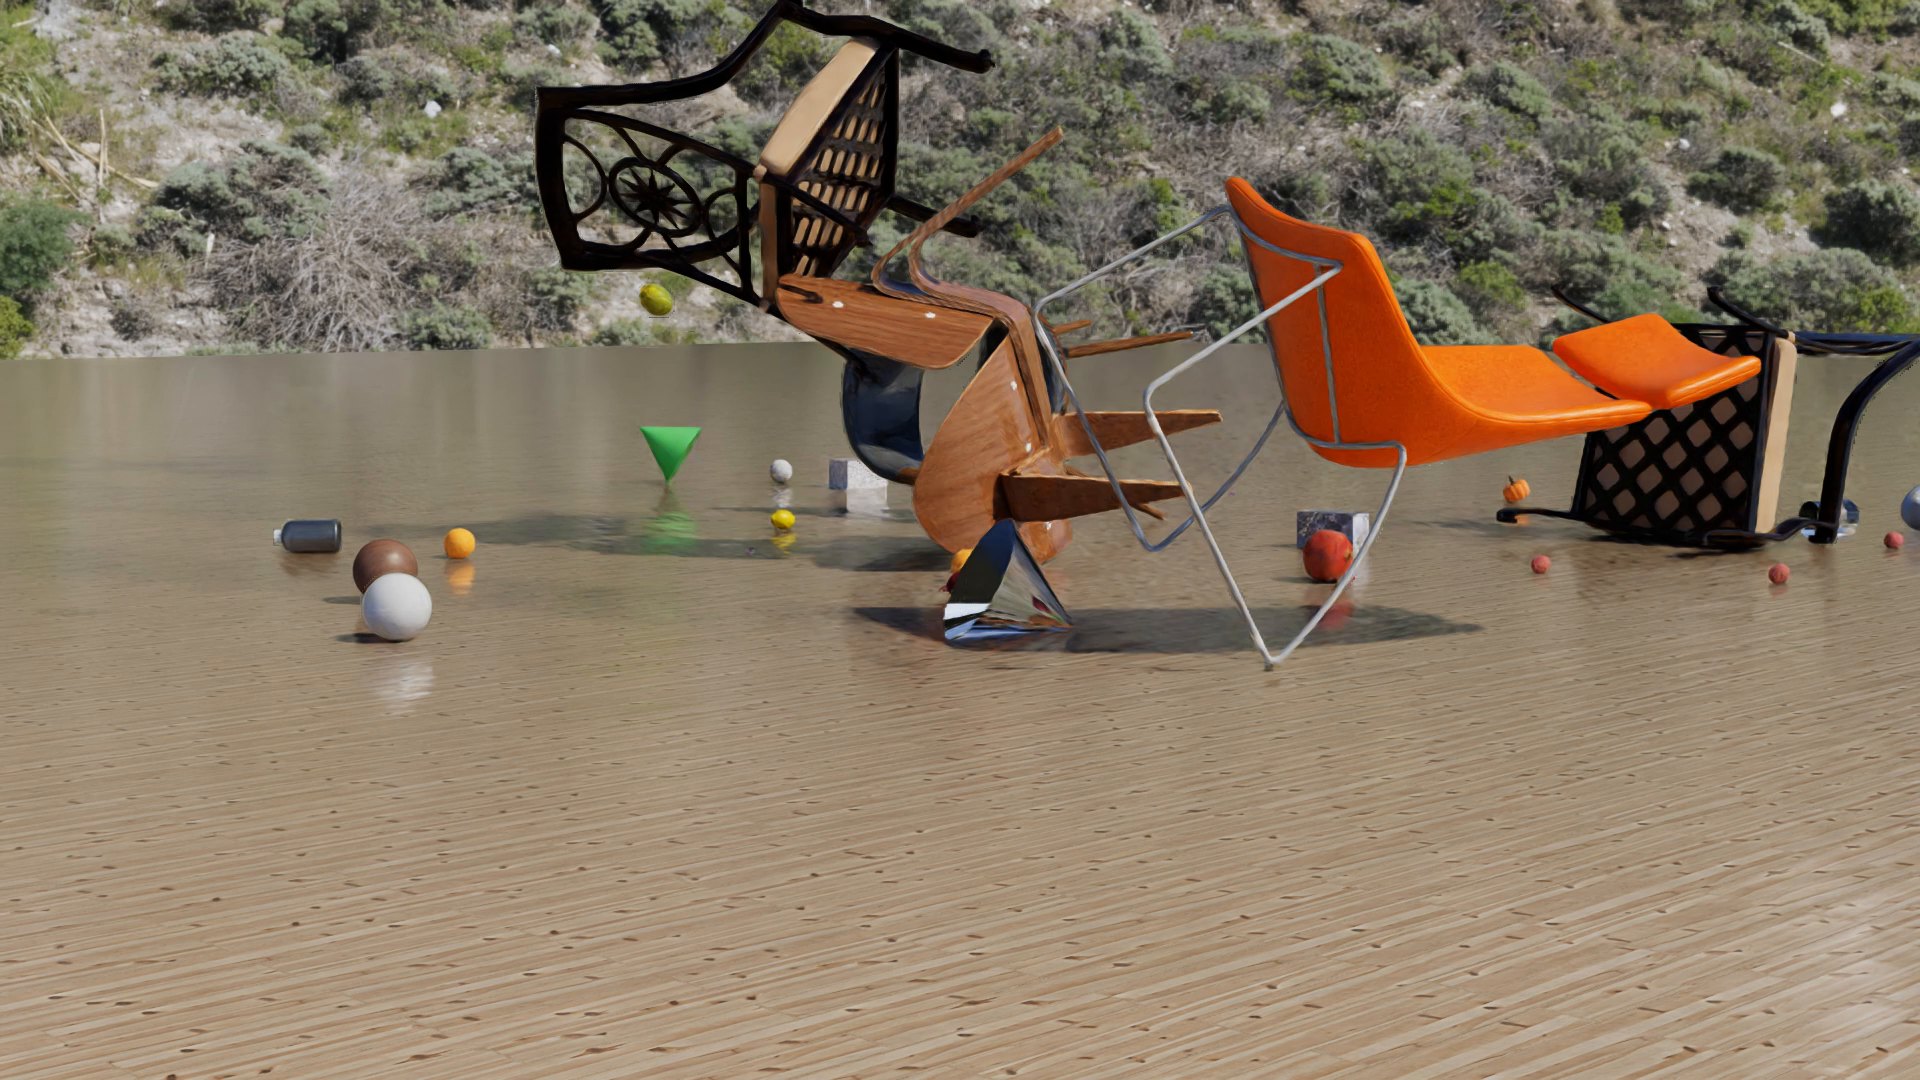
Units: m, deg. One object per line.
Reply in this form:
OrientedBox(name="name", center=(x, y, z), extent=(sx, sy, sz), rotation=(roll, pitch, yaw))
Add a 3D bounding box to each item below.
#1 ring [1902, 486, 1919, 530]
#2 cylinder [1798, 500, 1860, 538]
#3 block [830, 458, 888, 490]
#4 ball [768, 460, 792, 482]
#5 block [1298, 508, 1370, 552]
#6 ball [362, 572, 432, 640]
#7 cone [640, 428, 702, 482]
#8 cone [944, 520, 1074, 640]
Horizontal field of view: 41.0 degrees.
OrientedBox(name="ring", center=(2.553, -0.111, 6.525), extent=(0.113, 0.156, 0.335), rotation=(42, -43, -23))
OrientedBox(name="cylinder", center=(2.191, -0.053, 6.469), extent=(0.124, 0.093, 0.080), rotation=(-3, 1, -25))
OrientedBox(name="block", center=(-0.317, -0.208, 8.004), extent=(0.141, 0.088, 0.119), rotation=(-4, 7, -31))
OrientedBox(name="ball", center=(-0.572, -0.220, 8.184), extent=(0.074, 0.074, 0.074), rotation=(0, 6, 0))
OrientedBox(name="block", center=(0.902, -0.024, 6.201), extent=(0.159, 0.090, 0.071), rotation=(5, 8, 40))
OrientedBox(name="ball", center=(-1.018, 0.121, 4.638), extent=(0.124, 0.124, 0.124), rotation=(0, 6, 0))
OrientedBox(name="cone", center=(-0.948, -0.314, 8.161), extent=(0.170, 0.213, 0.198), rotation=(32, 45, -2))
OrientedBox(name="cone", center=(0.125, 0.118, 4.736), extent=(0.254, 0.243, 0.123), rotation=(27, 1, -37))
